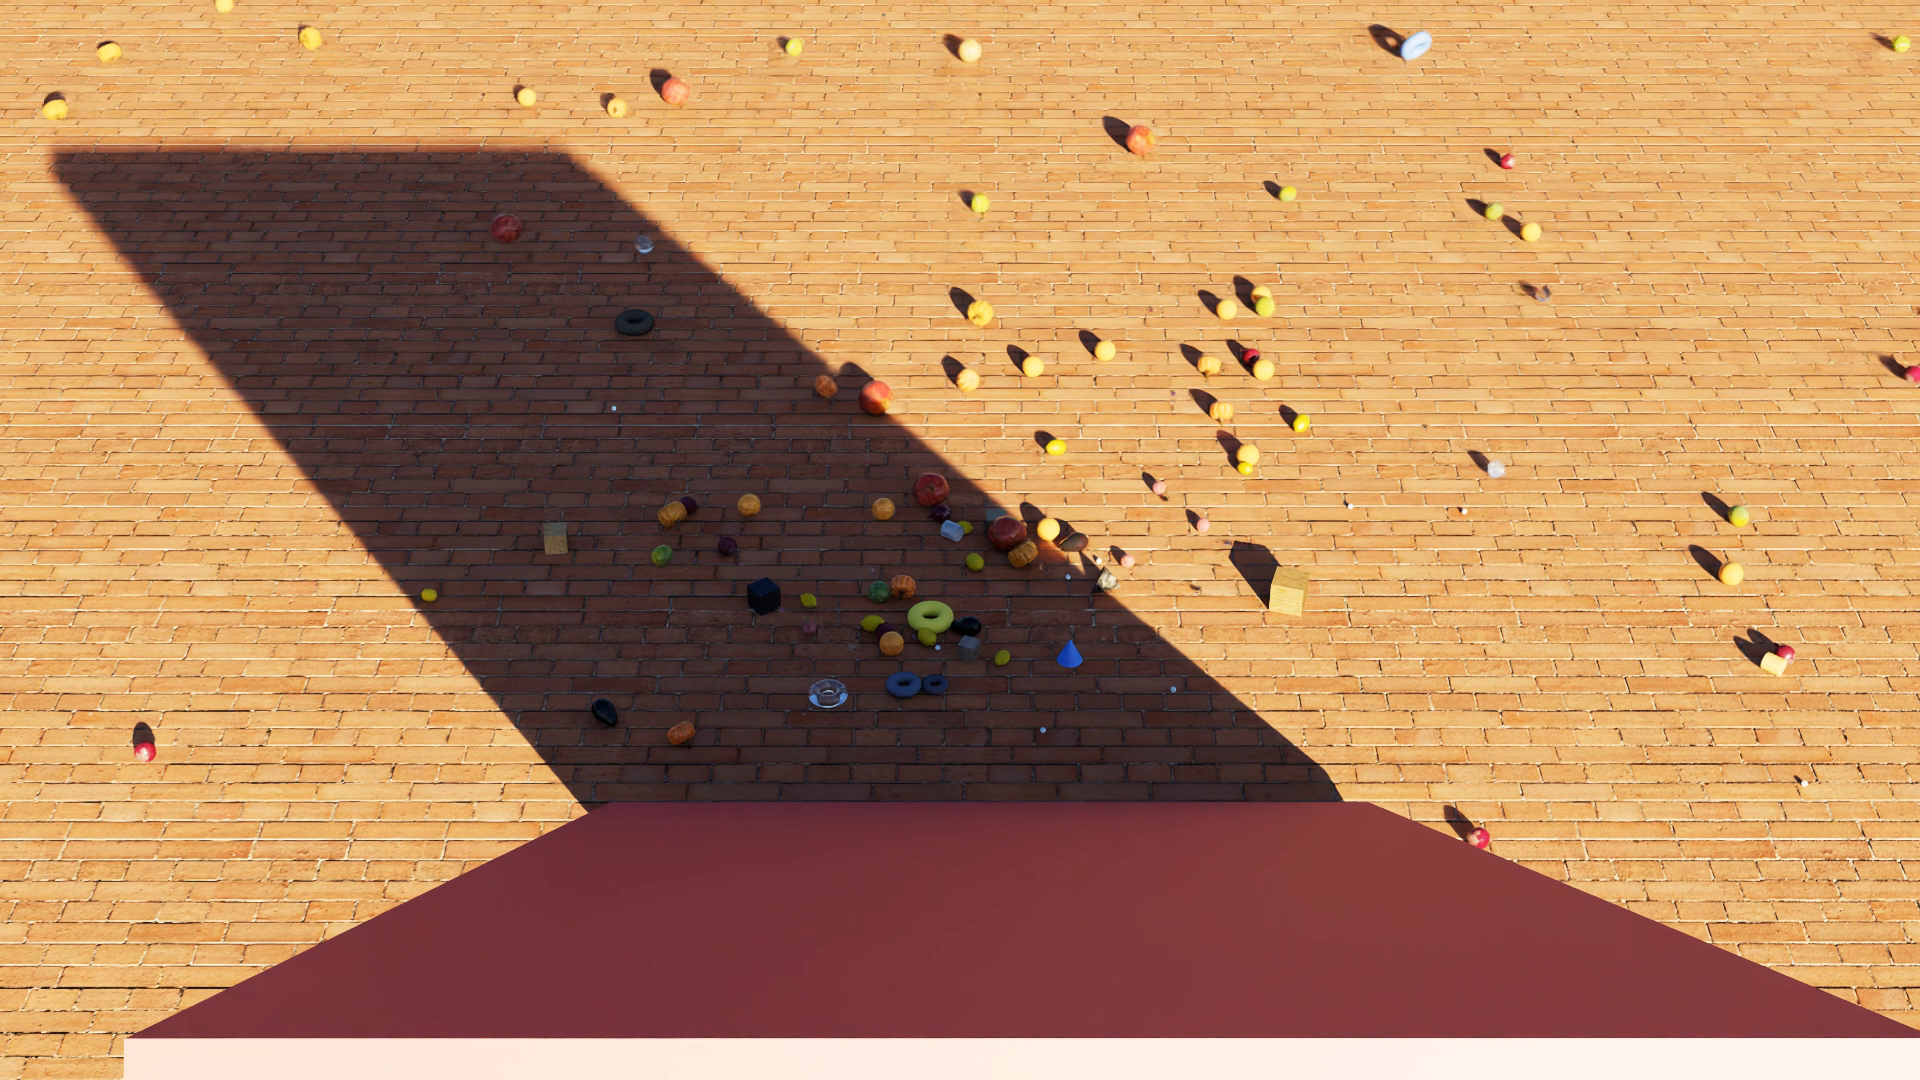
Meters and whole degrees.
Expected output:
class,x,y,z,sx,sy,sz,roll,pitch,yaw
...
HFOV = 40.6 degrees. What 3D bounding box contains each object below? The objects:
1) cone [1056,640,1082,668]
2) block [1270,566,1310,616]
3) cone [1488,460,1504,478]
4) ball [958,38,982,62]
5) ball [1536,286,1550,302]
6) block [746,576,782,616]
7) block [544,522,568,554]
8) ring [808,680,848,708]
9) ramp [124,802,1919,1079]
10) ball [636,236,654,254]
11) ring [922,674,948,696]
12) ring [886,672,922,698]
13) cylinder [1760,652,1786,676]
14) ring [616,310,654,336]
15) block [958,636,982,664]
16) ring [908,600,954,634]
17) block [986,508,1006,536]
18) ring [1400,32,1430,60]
class,x,y,z,sx,sy,sz,roll,pitch,yaw
cone,0.316,0.313,7.462,0.075,0.075,0.075,0,36,0
block,0.971,0.152,7.670,0.096,0.096,0.096,10,37,13
cone,1.698,-0.230,8.263,0.055,0.055,0.055,-1,9,-2
ball,0.040,-2.013,10.692,0.096,0.096,0.096,0,36,0
ball,2.047,-0.863,9.122,0.053,0.053,0.053,0,36,0
block,-0.578,0.167,7.670,0.071,0.071,0.071,-23,42,-29
block,-1.229,-0.004,7.912,0.068,0.068,0.068,-3,36,-5
ring,-0.372,0.433,7.328,0.111,0.037,0.111,0,34,0
ramp,0.078,0.671,4.862,2.000,0.100,4.000,0,-2,0
ball,-1.142,-1.069,9.401,0.065,0.065,0.065,0,36,0
ring,-0.071,0.410,7.369,0.078,0.026,0.078,1,37,0
ring,-0.159,0.410,7.362,0.103,0.034,0.103,-1,35,1
cylinder,2.325,0.354,7.425,0.052,0.052,0.052,30,45,32
ring,-1.123,-0.751,8.974,0.135,0.045,0.135,1,37,0
block,0.027,0.314,7.481,0.051,0.051,0.051,16,39,21
ring,-0.086,0.227,7.608,0.138,0.046,0.138,0,34,0
block,0.110,-0.053,7.986,0.061,0.061,0.061,-2,36,-2
ring,1.873,-2.032,10.689,0.140,0.140,0.047,-19,64,-25
